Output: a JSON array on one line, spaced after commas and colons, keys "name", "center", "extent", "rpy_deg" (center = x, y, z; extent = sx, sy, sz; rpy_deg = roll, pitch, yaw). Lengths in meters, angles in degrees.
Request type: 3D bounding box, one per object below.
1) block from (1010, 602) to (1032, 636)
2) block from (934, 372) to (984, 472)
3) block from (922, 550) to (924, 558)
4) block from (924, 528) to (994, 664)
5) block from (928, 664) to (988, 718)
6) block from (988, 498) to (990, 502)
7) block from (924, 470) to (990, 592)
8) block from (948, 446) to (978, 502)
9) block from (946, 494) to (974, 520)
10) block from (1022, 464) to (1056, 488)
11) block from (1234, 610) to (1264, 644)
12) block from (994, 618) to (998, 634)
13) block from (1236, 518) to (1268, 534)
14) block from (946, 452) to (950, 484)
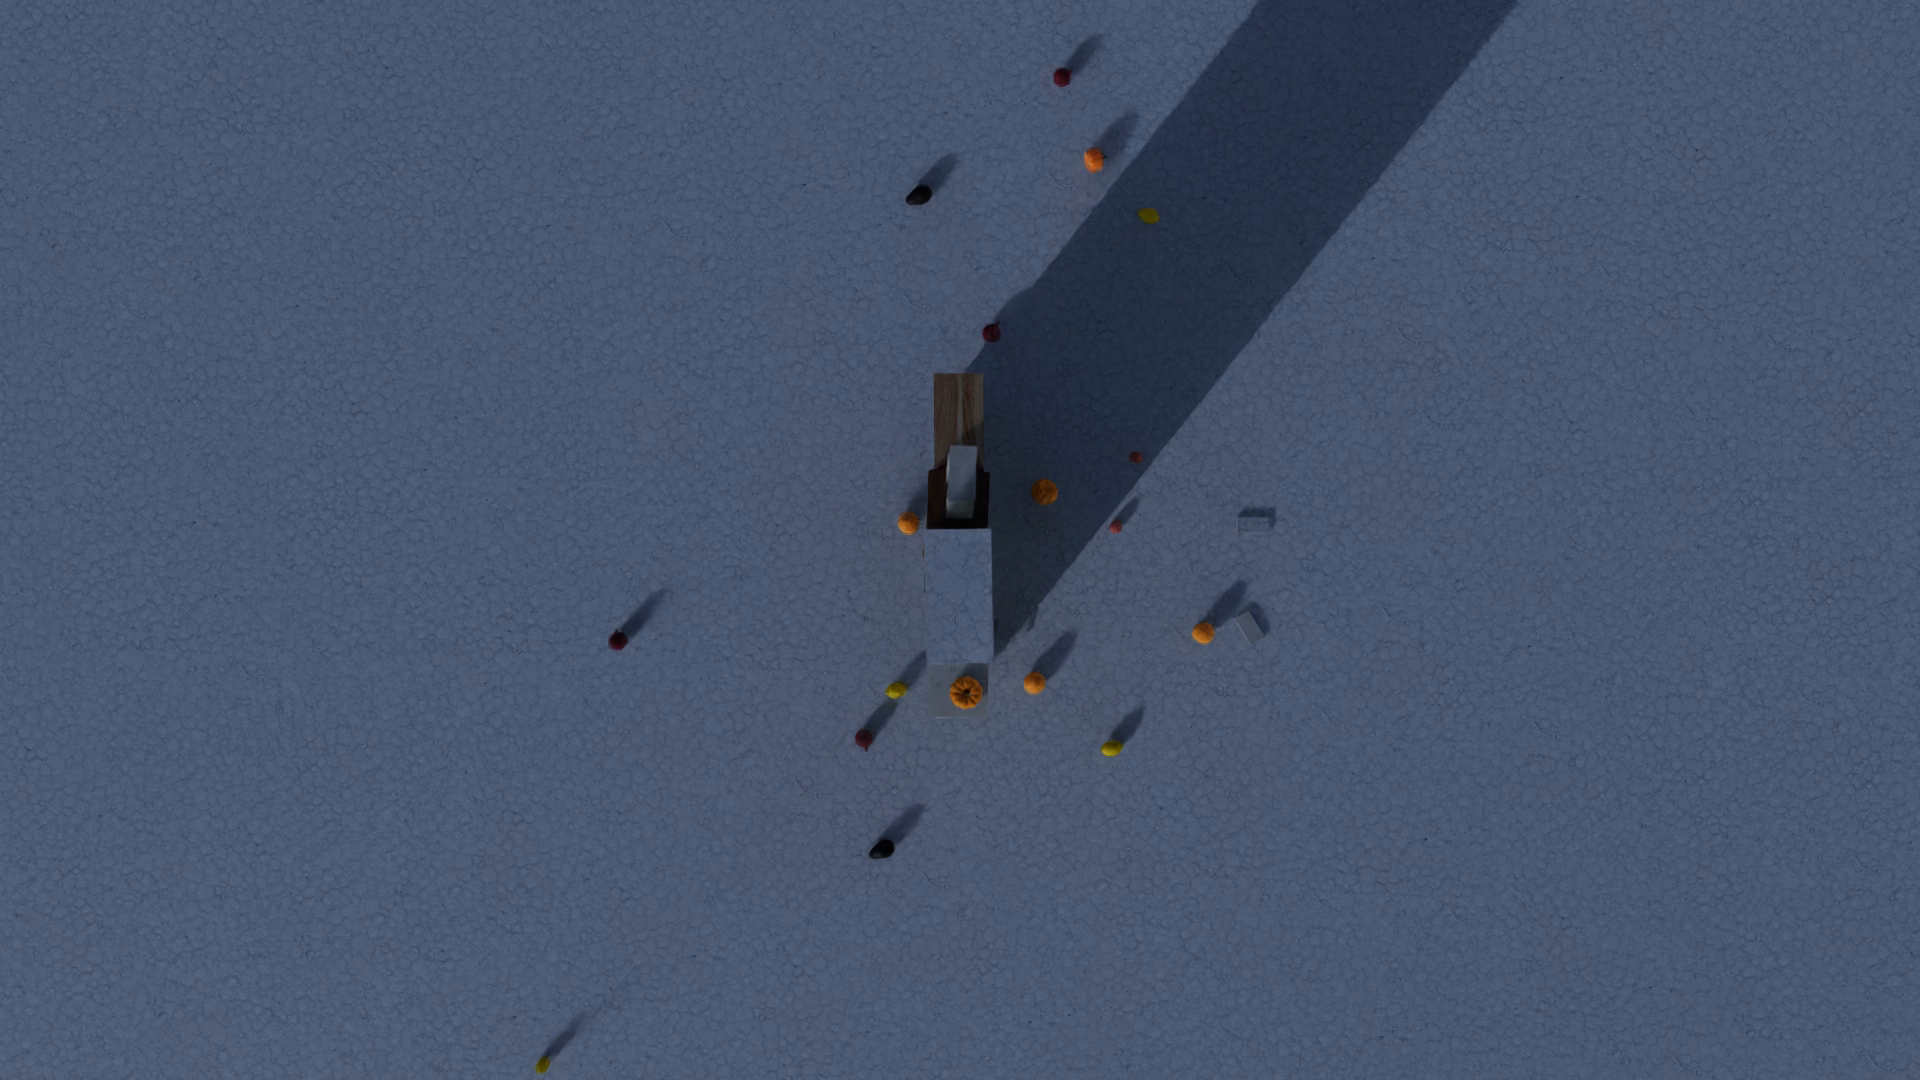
[{"name": "block", "center": [0.206, 0.262, 5.493], "extent": [0.053, 0.015, 0.105], "rpy_deg": [13, 90, 0]}, {"name": "block", "center": [-0.003, -0.338, 4.790], "extent": [0.144, 0.041, 0.288], "rpy_deg": [-1, 90, 0]}, {"name": "block", "center": [-0.009, 0.022, 4.296], "extent": [0.167, 0.334, 0.047], "rpy_deg": [3, 91, 0]}, {"name": "block", "center": [-0.002, 0.139, 4.105], "extent": [0.167, 0.047, 0.334], "rpy_deg": [-1, 90, 0]}, {"name": "block", "center": [-0.005, 0.320, 4.521], "extent": [0.165, 0.047, 0.330], "rpy_deg": [0, 90, 0]}, {"name": "block", "center": [-0.003, -0.133, 4.676], "extent": [0.166, 0.332, 0.047], "rpy_deg": [0, 91, 0]}, {"name": "block", "center": [-0.008, -0.020, 4.486], "extent": [0.166, 0.047, 0.332], "rpy_deg": [2, 90, 0]}, {"name": "block", "center": [0.007, -0.174, 4.312], "extent": [0.072, 0.020, 0.144], "rpy_deg": [2, 90, 0]}, {"name": "block", "center": [0.001, -0.094, 4.393], "extent": [0.072, 0.144, 0.020], "rpy_deg": [3, 67, 0]}, {"name": "block", "center": [0.262, -0.216, 5.493], "extent": [0.104, 0.015, 0.052], "rpy_deg": [-17, 90, 0]}, {"name": "block", "center": [0.964, 0.291, 5.493], "extent": [0.052, 0.015, 0.104], "rpy_deg": [-32, 90, 0]}, {"name": "block", "center": [0.072, 0.282, 5.493], "extent": [0.105, 0.015, 0.053], "rpy_deg": [4, 90, 0]}, {"name": "block", "center": [0.974, -0.049, 5.493], "extent": [0.104, 0.015, 0.052], "rpy_deg": [1, 90, 0]}, {"name": "block", "center": [0.001, -0.190, 4.393], "extent": [0.072, 0.144, 0.020], "rpy_deg": [3, 66, 0]}]
